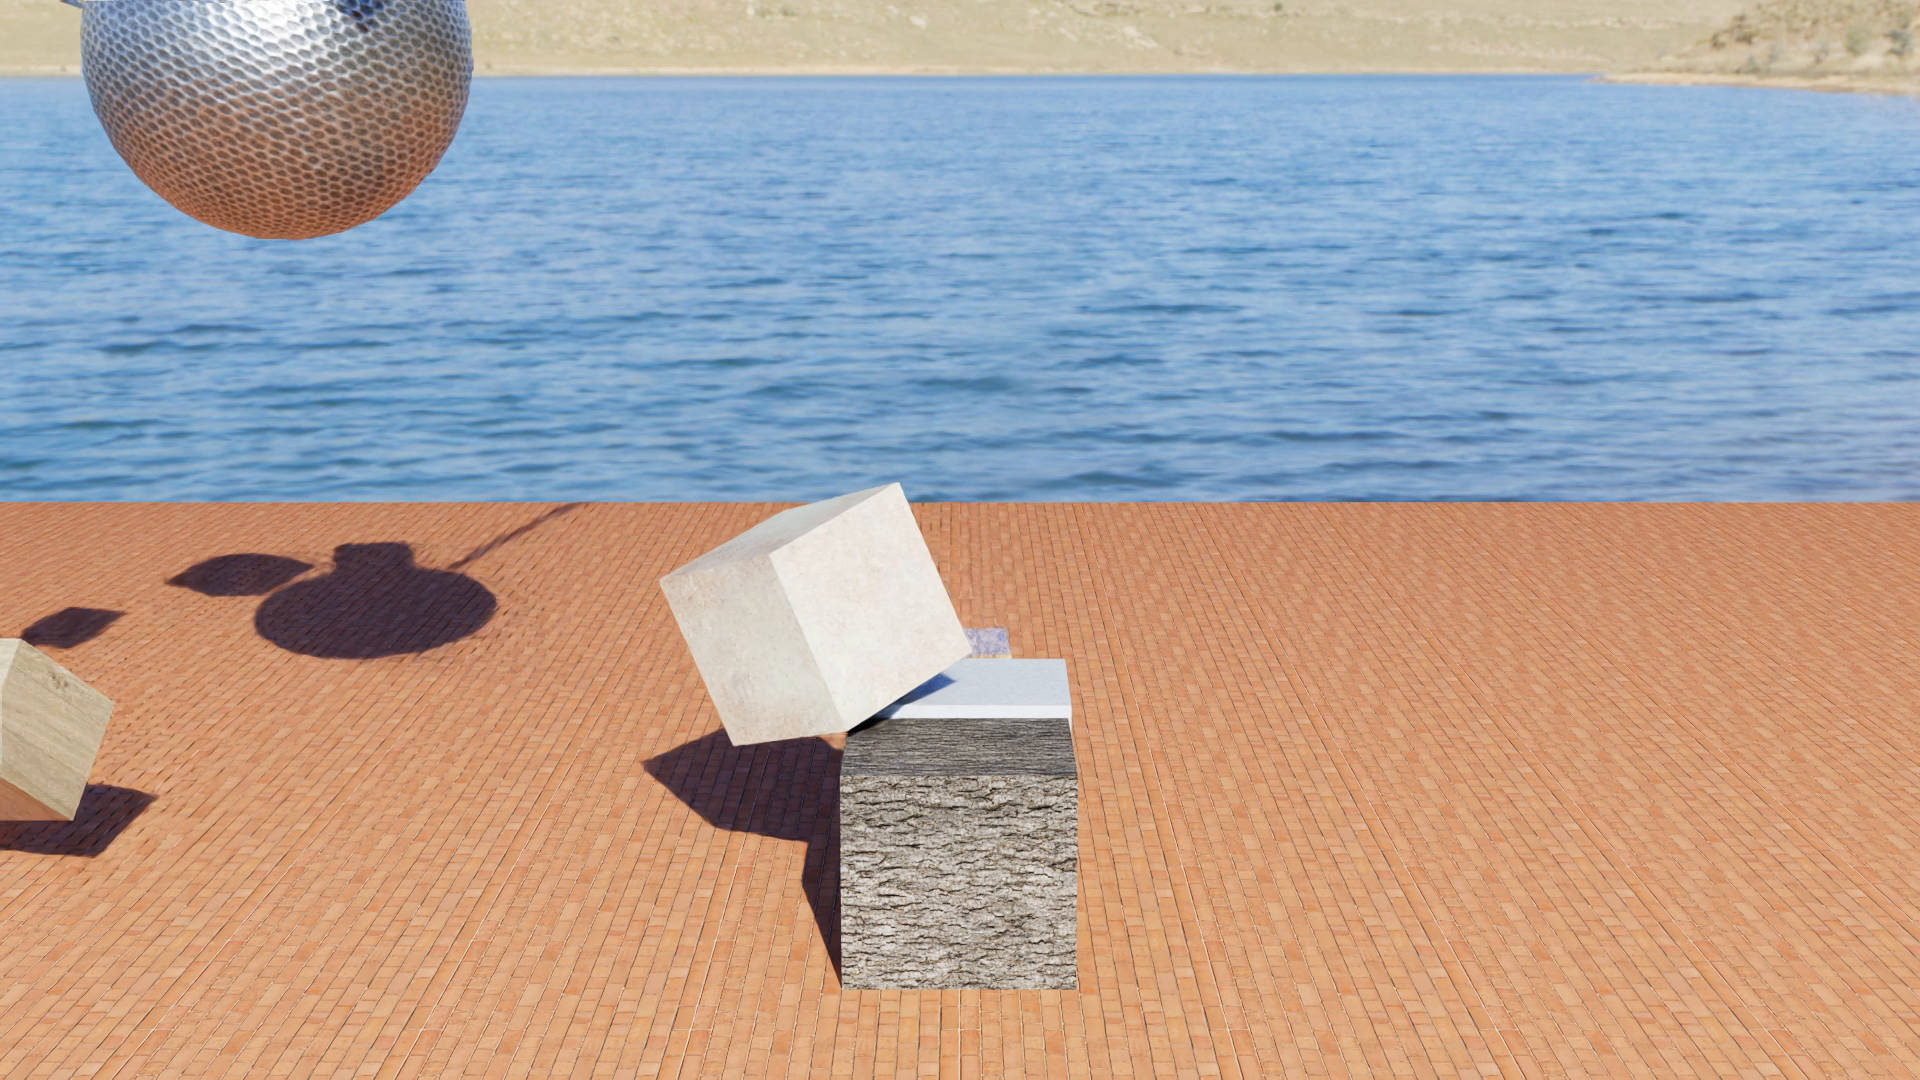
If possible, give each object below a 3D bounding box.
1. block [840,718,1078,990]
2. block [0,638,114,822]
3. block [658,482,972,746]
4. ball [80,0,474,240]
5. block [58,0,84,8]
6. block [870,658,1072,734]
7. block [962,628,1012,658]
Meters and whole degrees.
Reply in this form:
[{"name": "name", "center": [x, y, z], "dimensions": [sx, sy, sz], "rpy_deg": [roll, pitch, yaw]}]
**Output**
[{"name": "block", "center": [-0.004, 1.244, 10.326], "dimensions": [0.911, 0.858, 0.899], "rpy_deg": [0, 10, 0]}, {"name": "block", "center": [-4.162, 0.826, 11.073], "dimensions": [0.580, 0.567, 0.623], "rpy_deg": [-3, -30, 25]}, {"name": "block", "center": [-0.608, 0.317, 10.755], "dimensions": [0.746, 0.781, 0.815], "rpy_deg": [-31, 12, -38]}, {"name": "ball", "center": [-2.862, -2.066, 10.805], "dimensions": [1.600, 1.600, 1.600], "rpy_deg": [0, 10, 0]}, {"name": "block", "center": [-3.917, -2.713, 10.891], "dimensions": [0.596, 0.633, 0.605], "rpy_deg": [22, -6, 30]}, {"name": "block", "center": [0.013, 1.060, 11.194], "dimensions": [0.910, 0.910, 0.867], "rpy_deg": [0, 10, 1]}, {"name": "block", "center": [-0.057, 0.826, 13.323], "dimensions": [0.615, 0.609, 0.617], "rpy_deg": [0, 10, -2]}]
